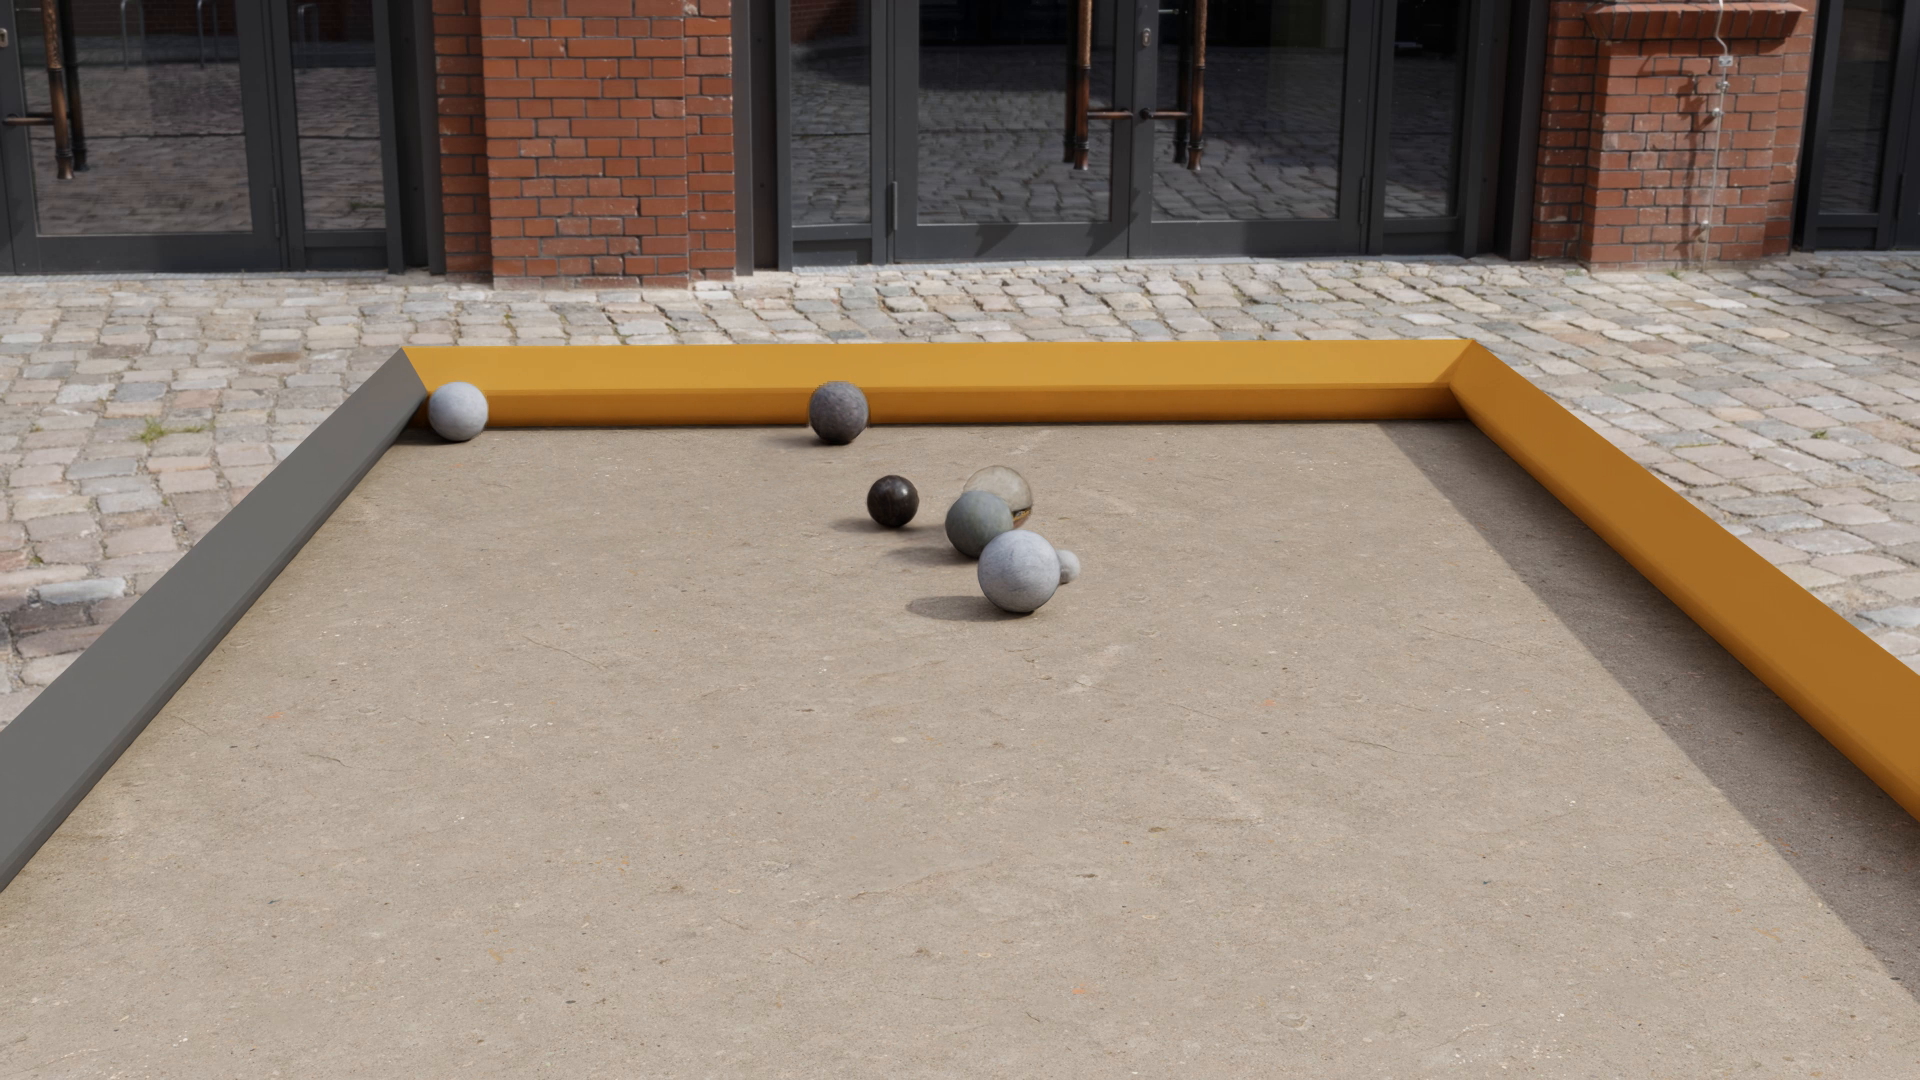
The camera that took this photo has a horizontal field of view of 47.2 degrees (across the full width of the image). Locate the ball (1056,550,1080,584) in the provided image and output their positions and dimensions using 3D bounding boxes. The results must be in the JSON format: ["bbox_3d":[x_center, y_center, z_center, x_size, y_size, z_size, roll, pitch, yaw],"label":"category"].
[{"bbox_3d":[0.122,0.031,2.618,0.041,0.041,0.041,0,16,0],"label":"ball"}]

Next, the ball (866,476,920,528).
[{"bbox_3d":[-0.087,-0.050,2.845,0.068,0.068,0.068,0,16,0],"label":"ball"}]

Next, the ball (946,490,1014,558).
[{"bbox_3d":[0.025,-0.019,2.713,0.084,0.084,0.084,0,16,0],"label":"ball"}]

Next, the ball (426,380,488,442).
[{"bbox_3d":[-0.752,-0.193,3.291,0.090,0.090,0.090,0,16,0],"label":"ball"}]

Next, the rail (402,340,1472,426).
[{"bbox_3d":[-0.027,-0.236,3.374,1.651,0.124,0.045,-1,16,-2],"label":"rail"}]

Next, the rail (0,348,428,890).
[{"bbox_3d":[-0.773,0.206,1.879,0.045,0.124,3.110,-1,16,-2],"label":"rail"}]

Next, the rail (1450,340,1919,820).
[{"bbox_3d":[0.829,0.189,1.935,0.045,0.124,3.110,-1,16,-2],"label":"rail"}]

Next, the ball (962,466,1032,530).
[{"bbox_3d":[0.047,-0.049,2.801,0.092,0.092,0.092,0,16,0],"label":"ball"}]

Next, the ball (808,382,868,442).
[{"bbox_3d":[-0.181,-0.190,3.280,0.090,0.090,0.090,0,16,0],"label":"ball"}]

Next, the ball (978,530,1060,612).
[{"bbox_3d":[0.067,0.035,2.508,0.095,0.095,0.095,0,16,0],"label":"ball"}]
